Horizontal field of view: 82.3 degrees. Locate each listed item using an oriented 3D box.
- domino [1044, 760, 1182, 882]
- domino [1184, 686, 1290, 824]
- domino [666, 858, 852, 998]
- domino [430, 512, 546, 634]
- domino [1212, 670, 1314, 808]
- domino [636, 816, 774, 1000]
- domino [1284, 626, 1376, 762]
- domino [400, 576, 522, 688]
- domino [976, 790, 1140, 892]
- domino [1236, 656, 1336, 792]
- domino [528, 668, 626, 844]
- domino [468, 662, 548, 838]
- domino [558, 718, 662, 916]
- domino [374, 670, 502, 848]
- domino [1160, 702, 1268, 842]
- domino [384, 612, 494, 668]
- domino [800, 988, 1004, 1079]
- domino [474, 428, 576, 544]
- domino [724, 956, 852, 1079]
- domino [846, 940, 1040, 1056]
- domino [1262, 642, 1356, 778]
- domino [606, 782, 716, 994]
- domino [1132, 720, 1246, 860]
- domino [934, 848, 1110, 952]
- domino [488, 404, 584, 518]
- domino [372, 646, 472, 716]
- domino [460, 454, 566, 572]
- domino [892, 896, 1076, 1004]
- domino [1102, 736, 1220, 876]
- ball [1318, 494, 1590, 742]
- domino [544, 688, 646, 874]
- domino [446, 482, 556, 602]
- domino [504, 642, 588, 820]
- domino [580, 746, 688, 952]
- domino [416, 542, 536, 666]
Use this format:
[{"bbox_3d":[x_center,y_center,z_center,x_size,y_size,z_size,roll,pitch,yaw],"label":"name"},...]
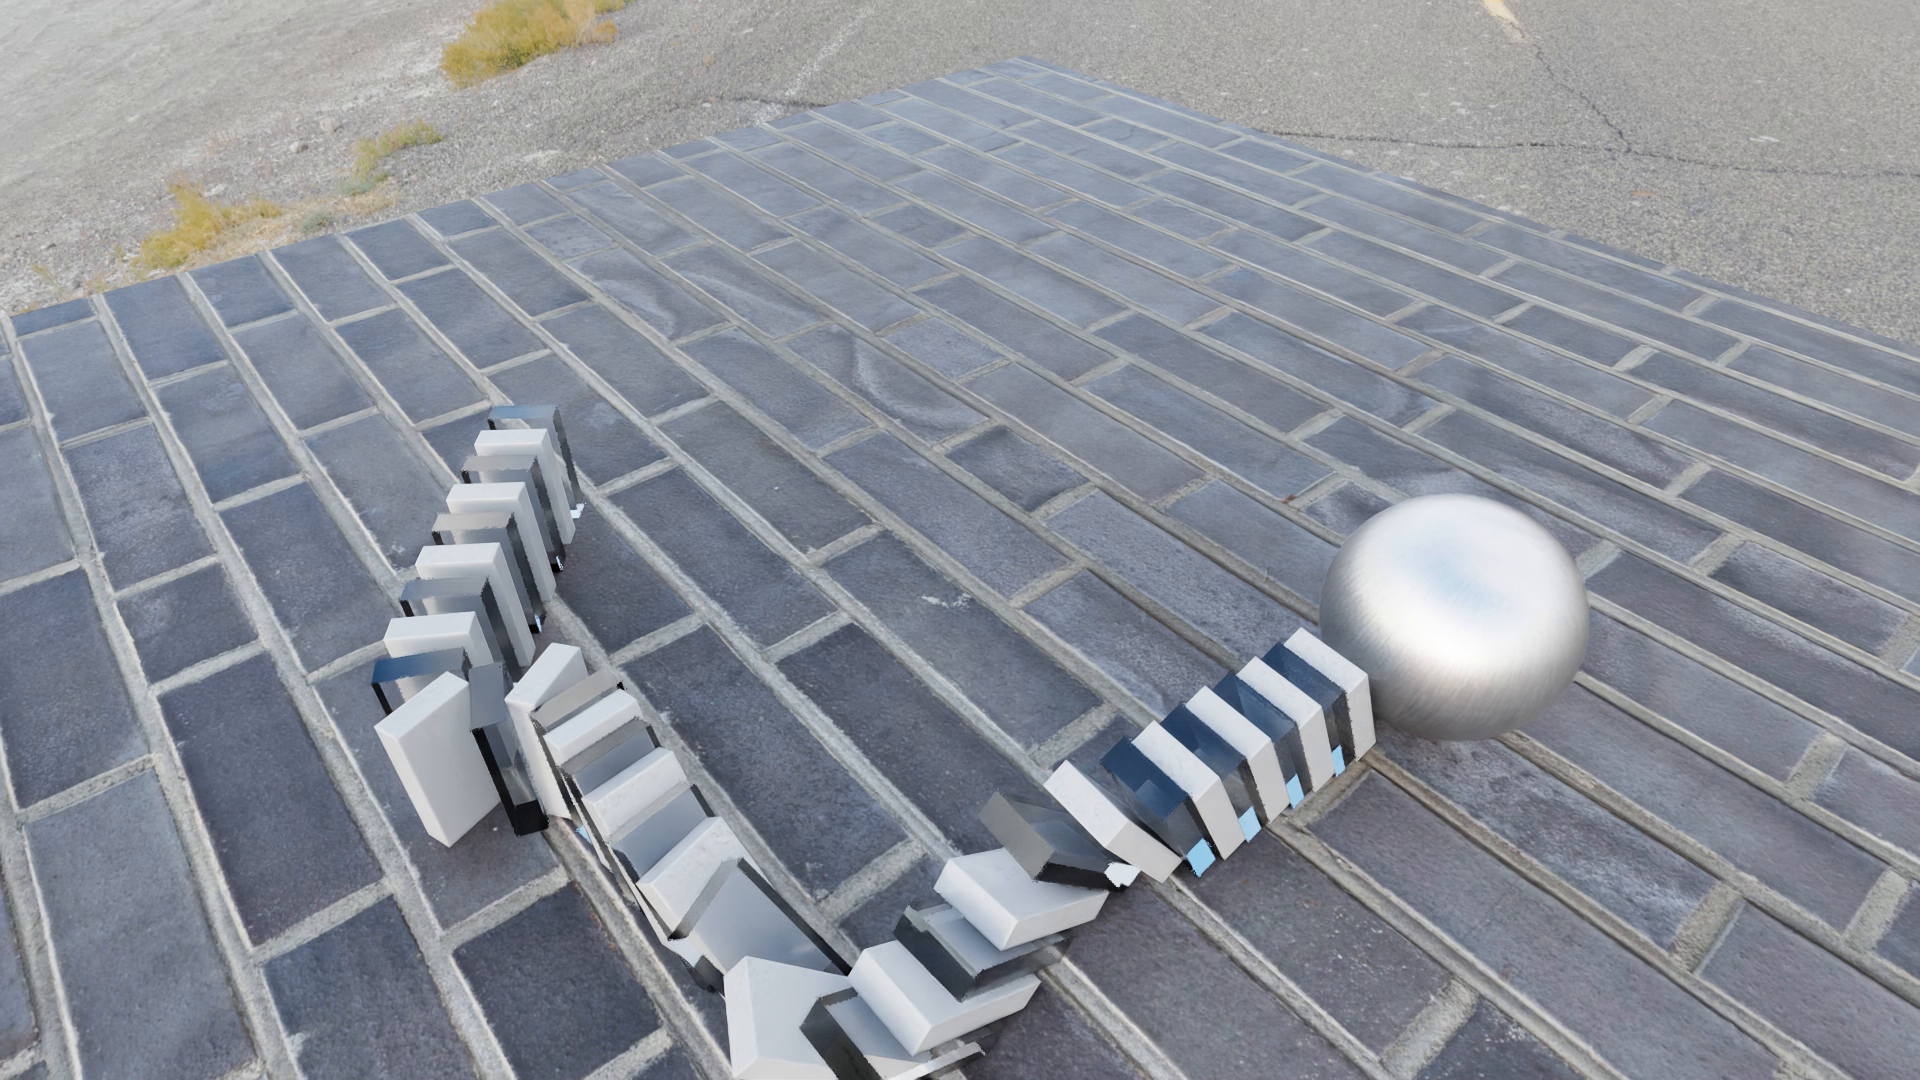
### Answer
[{"bbox_3d":[0.045,0.081,0.315,0.009,0.050,0.025,-48,52,-2],"label":"domino"},{"bbox_3d":[0.084,0.066,0.332,0.009,0.050,0.025,-43,51,-9],"label":"domino"},{"bbox_3d":[-0.049,0.109,0.284,0.010,0.050,0.025,-25,21,41],"label":"domino"},{"bbox_3d":[-0.169,0.013,0.396,0.025,0.050,0.009,-2,39,-3],"label":"domino"},{"bbox_3d":[0.093,0.062,0.337,0.009,0.050,0.025,-43,51,-9],"label":"domino"},{"bbox_3d":[-0.060,0.101,0.292,0.010,0.050,0.025,-19,17,48],"label":"domino"},{"bbox_3d":[0.118,0.050,0.351,0.009,0.050,0.025,-43,51,-9],"label":"domino"},{"bbox_3d":[-0.166,0.035,0.369,0.025,0.050,0.009,-4,39,-4],"label":"domino"},{"bbox_3d":[0.029,0.086,0.312,0.025,0.050,0.010,40,98,41],"label":"domino"},{"bbox_3d":[0.101,0.058,0.341,0.009,0.050,0.025,-43,51,-9],"label":"domino"},{"bbox_3d":[-0.109,0.065,0.331,0.010,0.050,0.025,26,46,36],"label":"domino"},{"bbox_3d":[-0.137,0.064,0.333,0.010,0.050,0.025,-14,41,-16],"label":"domino"},{"bbox_3d":[-0.092,0.079,0.315,0.025,0.050,0.009,-33,27,-34],"label":"domino"},{"bbox_3d":[-0.154,0.066,0.330,0.010,0.050,0.025,20,44,23],"label":"domino"},{"bbox_3d":[0.076,0.070,0.327,0.010,0.050,0.025,-43,51,-9],"label":"domino"},{"bbox_3d":[-0.164,0.046,0.356,0.025,0.050,0.009,-5,40,-6],"label":"domino"},{"bbox_3d":[-0.013,0.121,0.272,0.025,0.009,0.050,38,15,33],"label":"domino"},{"bbox_3d":[-0.172,-0.020,0.436,0.025,0.050,0.009,-2,39,-2],"label":"domino"},{"bbox_3d":[-0.034,0.121,0.271,0.050,0.010,0.025,29,26,-35],"label":"domino"},{"bbox_3d":[-0.003,0.113,0.282,0.025,0.009,0.050,37,14,33],"label":"domino"},{"bbox_3d":[0.110,0.054,0.346,0.010,0.050,0.025,-43,51,-9],"label":"domino"},{"bbox_3d":[-0.072,0.094,0.300,0.025,0.050,0.010,-36,15,-36],"label":"domino"},{"bbox_3d":[0.068,0.074,0.322,0.009,0.050,0.025,-43,51,-8],"label":"domino"},{"bbox_3d":[0.018,0.097,0.303,0.025,0.010,0.050,33,12,34],"label":"domino"},{"bbox_3d":[-0.173,-0.031,0.450,0.025,0.050,0.009,-2,39,-3],"label":"domino"},{"bbox_3d":[-0.161,0.056,0.343,0.025,0.050,0.009,-9,40,-11],"label":"domino"},{"bbox_3d":[-0.171,-0.009,0.423,0.025,0.050,0.009,-2,39,-2],"label":"domino"},{"bbox_3d":[0.008,0.105,0.292,0.025,0.009,0.050,35,13,32],"label":"domino"},{"bbox_3d":[0.059,0.078,0.317,0.009,0.050,0.025,-43,51,-8],"label":"domino"},{"bbox_3d":[0.159,0.025,0.358,0.080,0.080,0.080,0,39,0],"label":"ball"},{"bbox_3d":[-0.100,0.072,0.323,0.010,0.050,0.025,19,41,42],"label":"domino"},{"bbox_3d":[-0.170,0.002,0.409,0.025,0.050,0.009,-2,39,-3],"label":"domino"},{"bbox_3d":[-0.122,0.059,0.338,0.010,0.050,0.025,8,37,13],"label":"domino"},{"bbox_3d":[-0.082,0.086,0.308,0.025,0.050,0.010,-33,19,-34],"label":"domino"},{"bbox_3d":[-0.167,0.024,0.382,0.025,0.050,0.010,-3,39,-4],"label":"domino"}]
